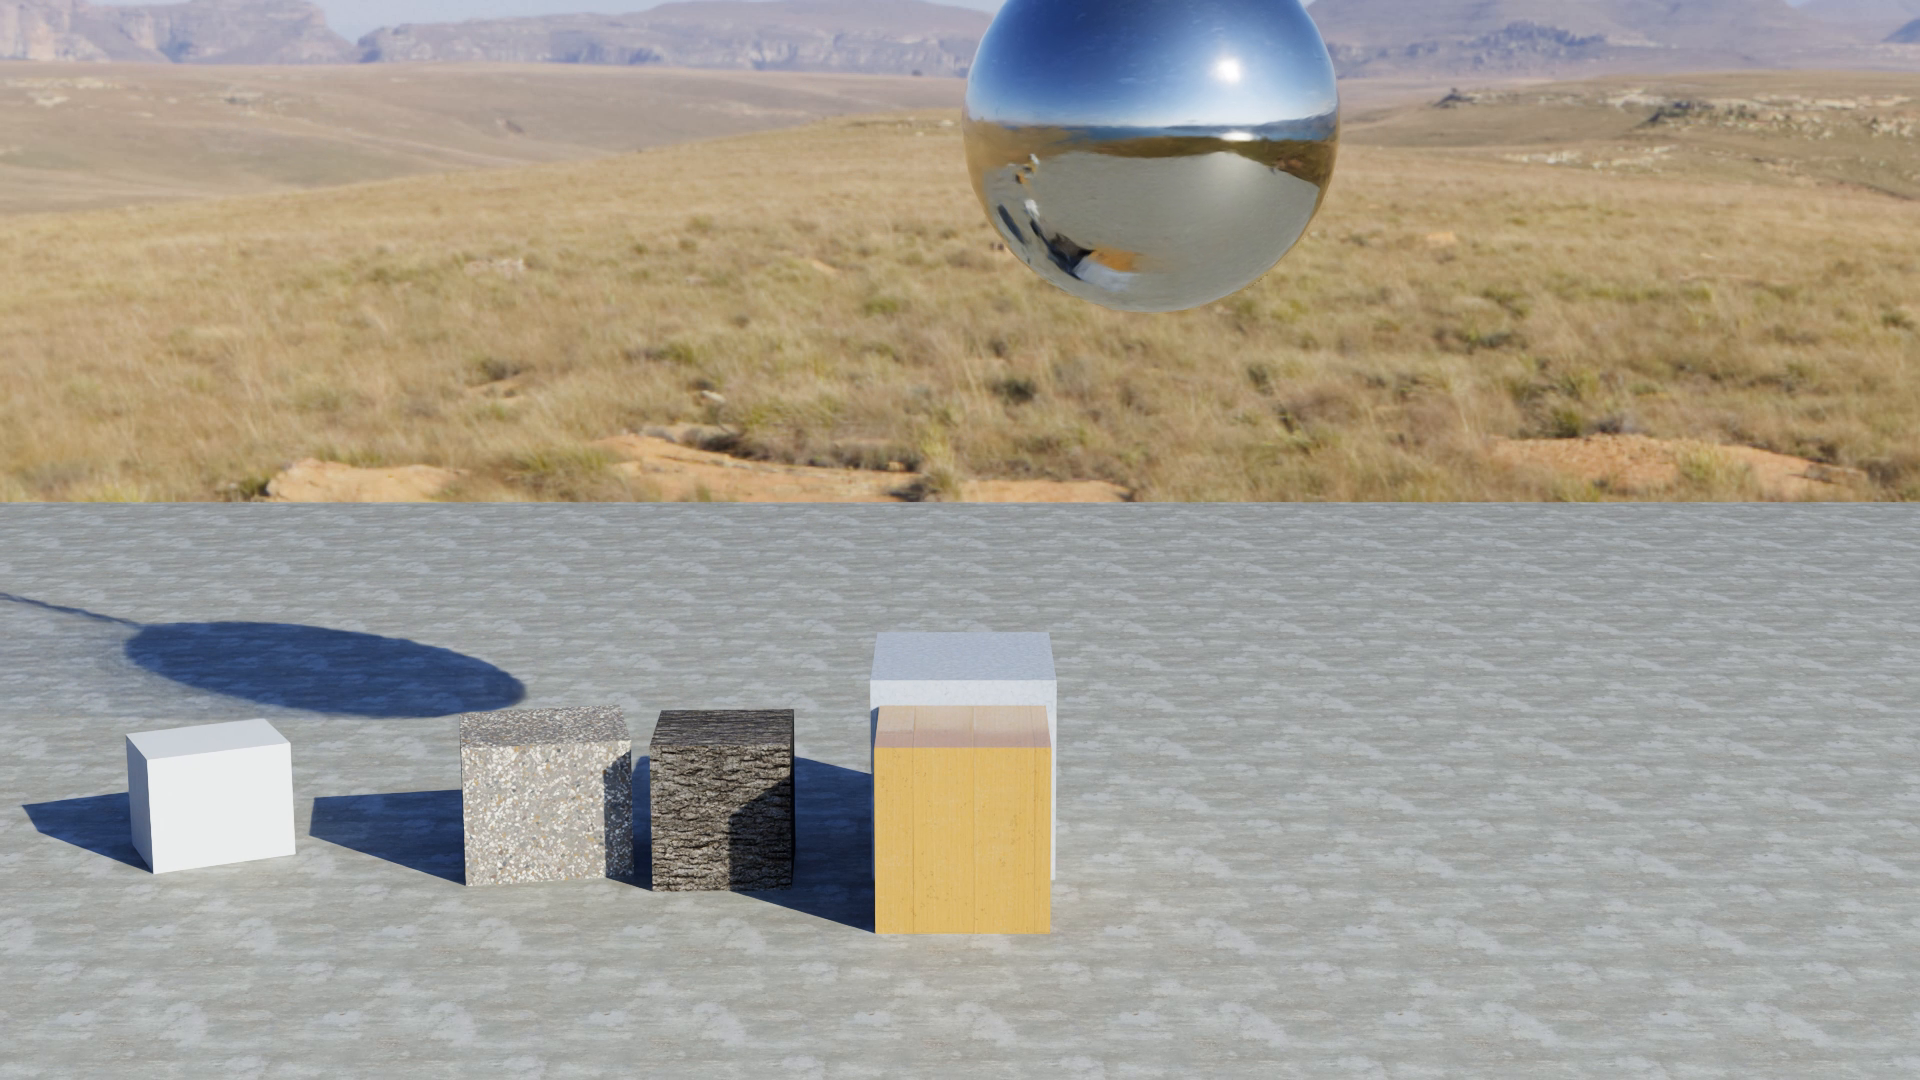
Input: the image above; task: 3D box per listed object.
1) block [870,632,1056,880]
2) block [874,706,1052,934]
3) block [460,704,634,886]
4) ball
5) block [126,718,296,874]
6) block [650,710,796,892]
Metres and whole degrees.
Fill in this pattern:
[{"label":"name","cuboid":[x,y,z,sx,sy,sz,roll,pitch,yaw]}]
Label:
[{"label":"block","cuboid":[0.015,0.967,11.722,0.810,0.902,0.984,0,10,0]},{"label":"block","cuboid":[0.012,1.174,10.889,0.723,0.794,0.710,0,10,0]},{"label":"block","cuboid":[-1.870,1.140,11.566,0.732,0.619,0.658,-2,11,-11]},{"label":"ball","cuboid":[0.806,-1.762,10.860,1.600,1.600,1.600,0,10,0]},{"label":"block","cuboid":[-3.426,1.160,11.723,0.628,0.523,0.512,-5,12,-27]},{"label":"block","cuboid":[-1.046,1.149,11.417,0.602,0.653,0.631,0,10,-2]}]
